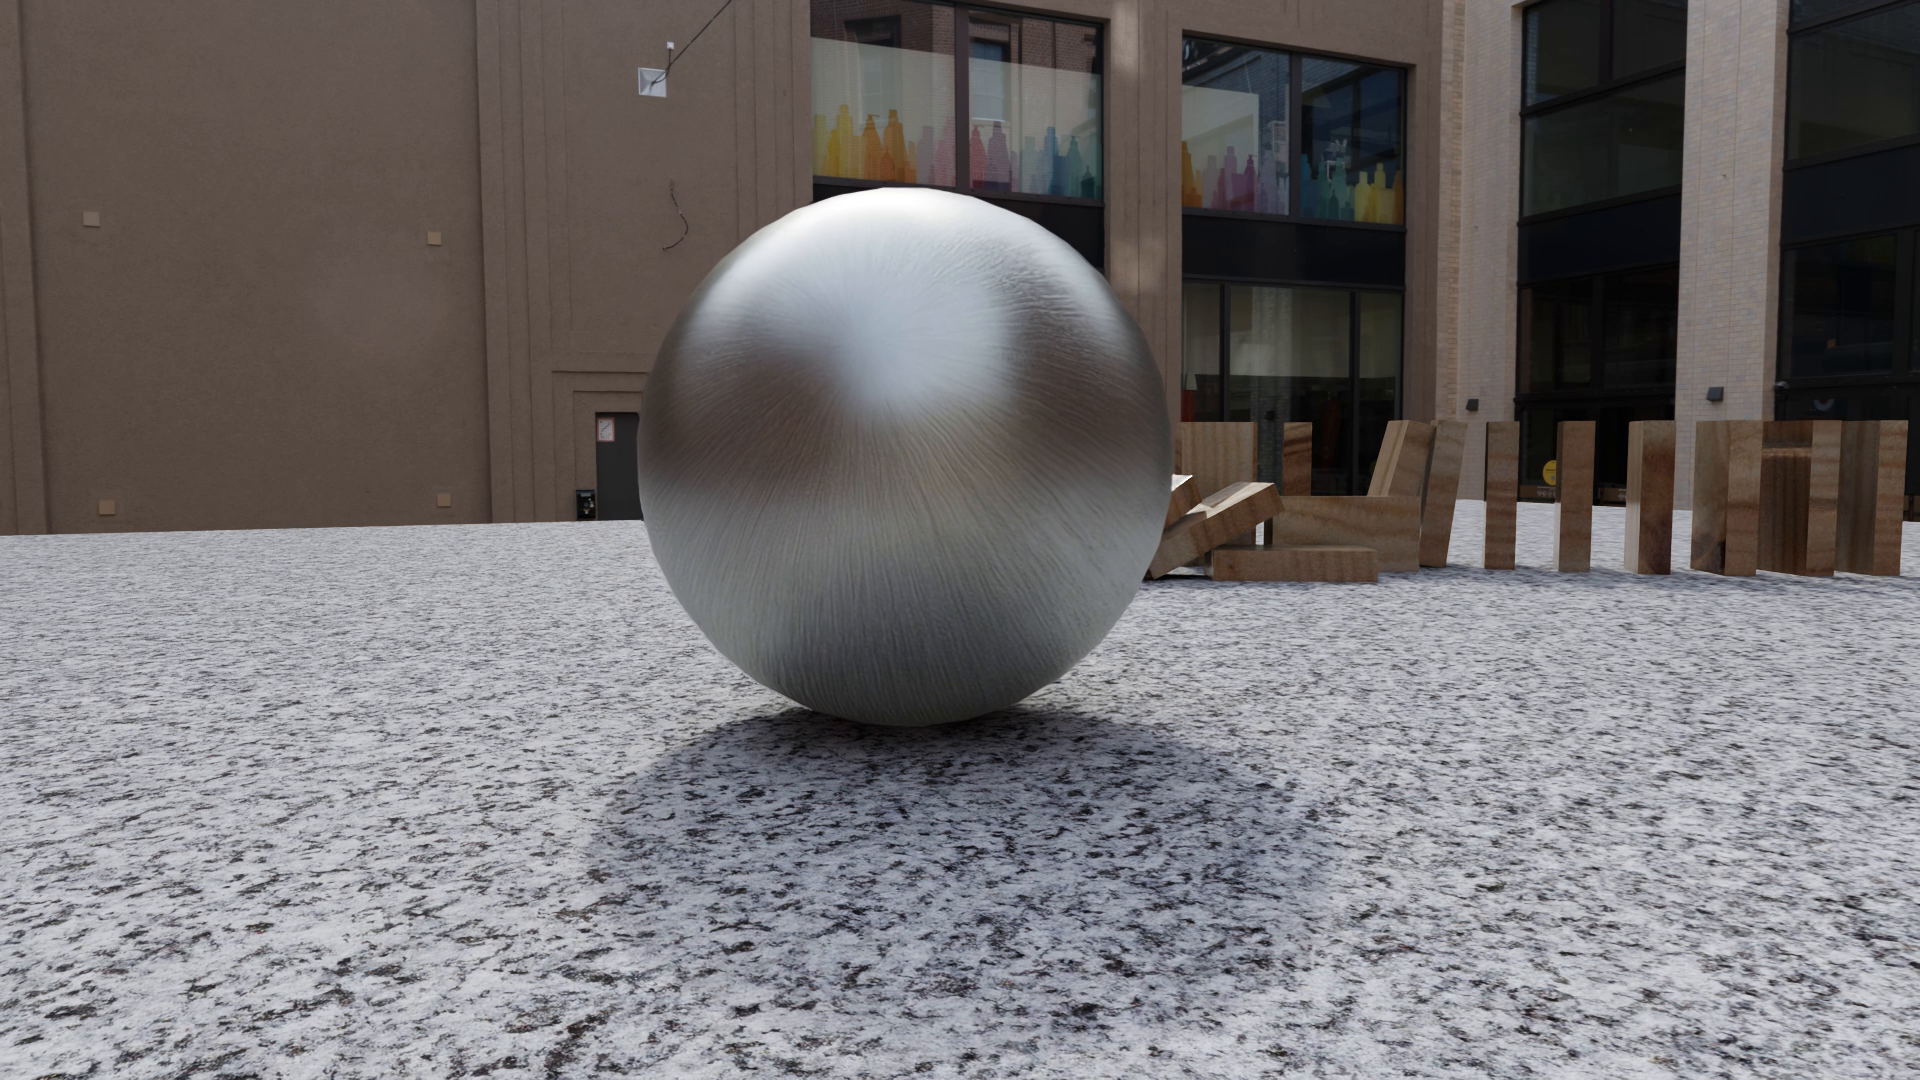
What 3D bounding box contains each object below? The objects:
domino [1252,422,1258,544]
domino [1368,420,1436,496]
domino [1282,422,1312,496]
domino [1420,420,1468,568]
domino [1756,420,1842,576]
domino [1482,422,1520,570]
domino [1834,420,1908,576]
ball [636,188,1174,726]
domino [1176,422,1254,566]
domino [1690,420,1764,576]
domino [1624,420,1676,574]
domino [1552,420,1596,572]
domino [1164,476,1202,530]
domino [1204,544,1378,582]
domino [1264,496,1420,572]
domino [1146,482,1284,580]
[{"bbox_3d":[0.099,-0.018,0.468,0.009,0.050,0.025,-1,4,-10],"label":"domino"},{"bbox_3d":[0.154,-0.017,0.457,0.009,0.050,0.025,15,5,1],"label":"domino"},{"bbox_3d":[0.122,-0.017,0.465,0.010,0.050,0.025,1,4,13],"label":"domino"},{"bbox_3d":[0.168,-0.017,0.451,0.009,0.050,0.025,8,6,14],"label":"domino"},{"bbox_3d":[0.276,-0.014,0.423,0.009,0.050,0.025,0,4,-4],"label":"domino"},{"bbox_3d":[0.187,-0.016,0.444,0.009,0.050,0.025,2,5,20],"label":"domino"},{"bbox_3d":[0.298,-0.014,0.426,0.009,0.050,0.025,0,4,-6],"label":"domino"},{"bbox_3d":[-0.008,-0.012,0.195,0.080,0.080,0.080,0,4,0],"label":"ball"},{"bbox_3d":[0.089,-0.016,0.450,0.025,0.050,0.009,0,4,-4],"label":"domino"},{"bbox_3d":[0.253,-0.014,0.423,0.009,0.050,0.025,1,4,7],"label":"domino"},{"bbox_3d":[0.230,-0.015,0.429,0.010,0.050,0.025,1,5,18],"label":"domino"},{"bbox_3d":[0.209,-0.015,0.436,0.009,0.050,0.025,2,5,21],"label":"domino"},{"bbox_3d":[0.051,-0.005,0.413,0.050,0.010,0.025,-35,21,-26],"label":"domino"},{"bbox_3d":[0.105,0.007,0.409,0.050,0.009,0.025,0,4,4],"label":"domino"},{"bbox_3d":[0.127,-0.002,0.429,0.050,0.025,0.009,0,4,-4],"label":"domino"},{"bbox_3d":[0.077,-0.004,0.415,0.050,0.009,0.025,-27,10,-13],"label":"domino"}]
